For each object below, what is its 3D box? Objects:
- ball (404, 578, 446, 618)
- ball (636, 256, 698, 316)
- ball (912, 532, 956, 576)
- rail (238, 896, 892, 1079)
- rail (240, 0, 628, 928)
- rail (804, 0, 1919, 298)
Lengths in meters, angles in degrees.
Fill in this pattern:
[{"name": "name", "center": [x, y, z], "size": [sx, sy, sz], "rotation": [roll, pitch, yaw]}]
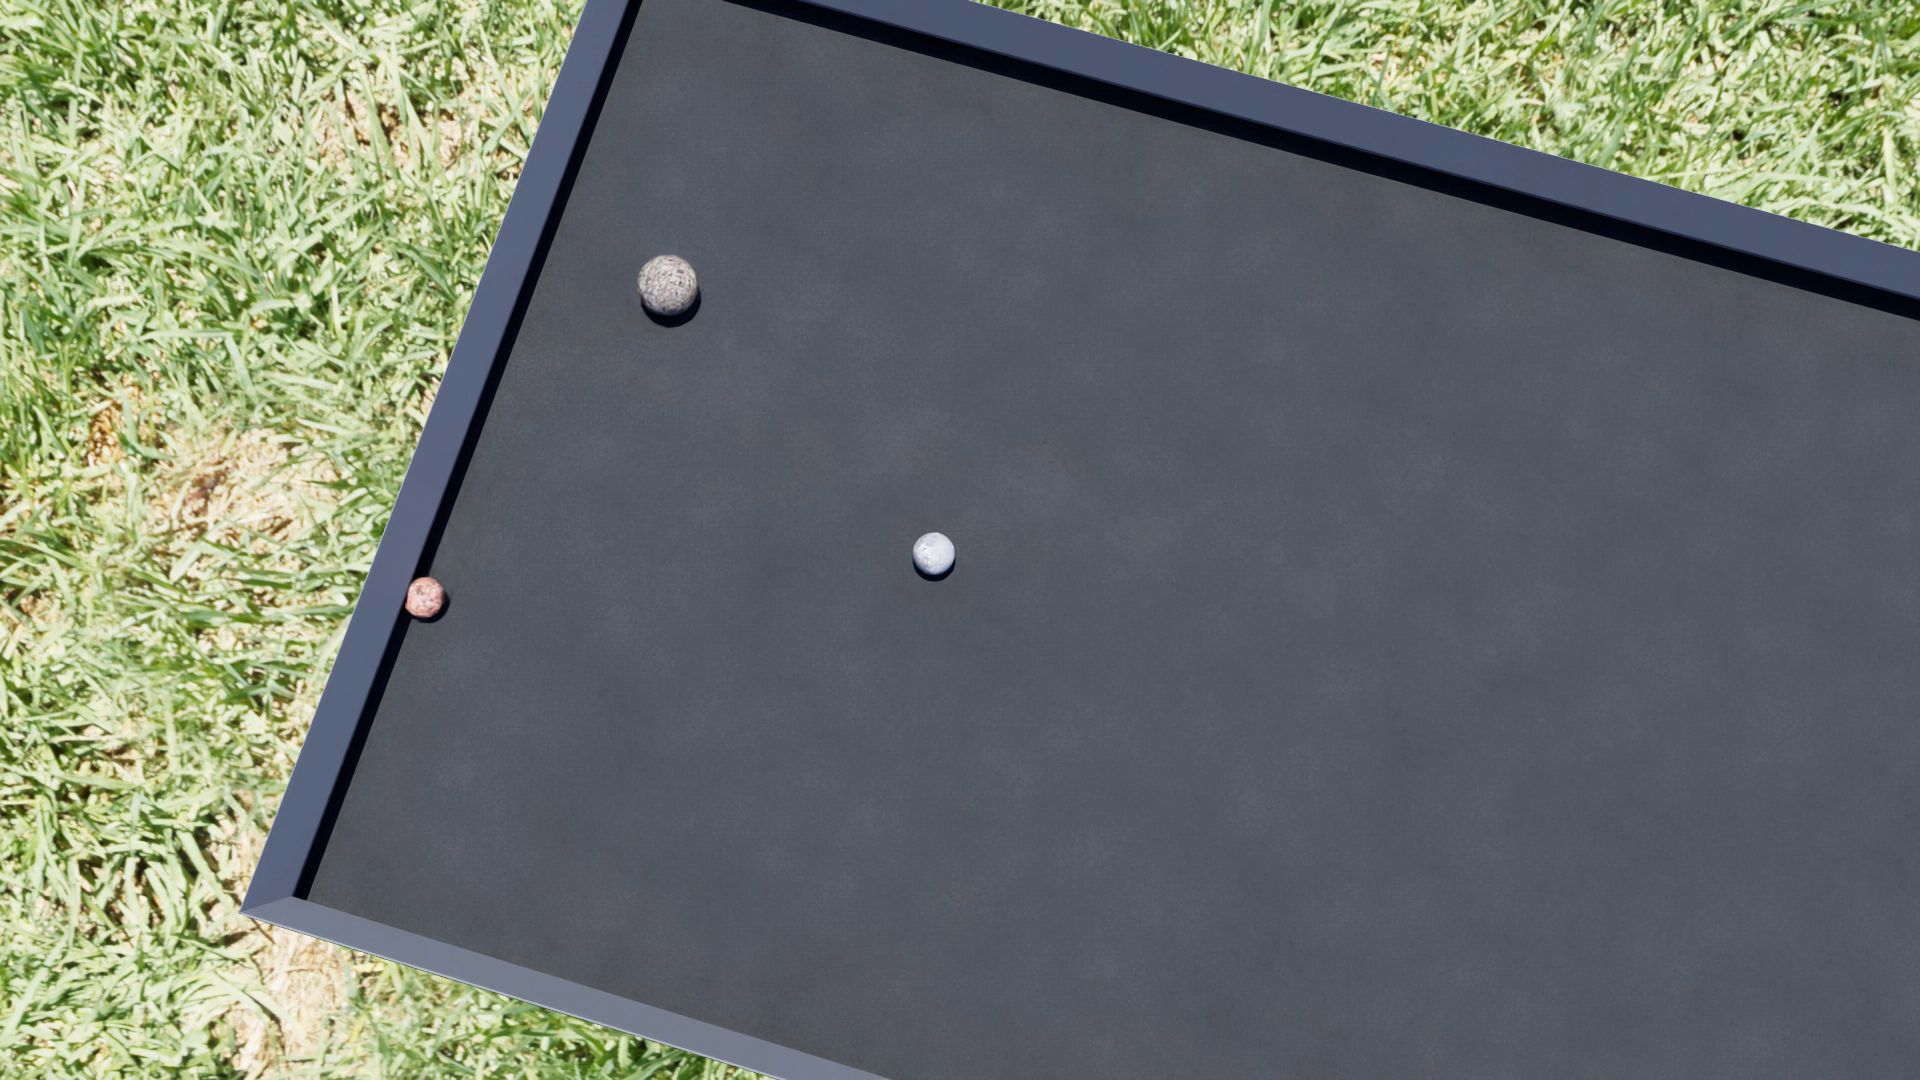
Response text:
[{"name": "ball", "center": [-0.813, 0.087, 3.338], "size": [0.062, 0.062, 0.062], "rotation": [0, 74, 0]}, {"name": "ball", "center": [-0.460, -0.400, 3.458], "size": [0.096, 0.096, 0.096], "rotation": [0, 74, 0]}, {"name": "ball", "center": [-0.040, 0.021, 3.355], "size": [0.066, 0.066, 0.066], "rotation": [0, 74, 0]}, {"name": "rail", "center": [0.554, 0.972, 3.057], "size": [3.277, 0.124, 0.045], "rotation": [16, 75, 4]}, {"name": "rail", "center": [-0.763, -0.223, 3.392], "size": [0.045, 0.124, 1.681], "rotation": [16, 75, 4]}, {"name": "rail", "center": [1.017, -0.536, 3.480], "size": [3.277, 0.124, 0.045], "rotation": [16, 75, 4]}]
